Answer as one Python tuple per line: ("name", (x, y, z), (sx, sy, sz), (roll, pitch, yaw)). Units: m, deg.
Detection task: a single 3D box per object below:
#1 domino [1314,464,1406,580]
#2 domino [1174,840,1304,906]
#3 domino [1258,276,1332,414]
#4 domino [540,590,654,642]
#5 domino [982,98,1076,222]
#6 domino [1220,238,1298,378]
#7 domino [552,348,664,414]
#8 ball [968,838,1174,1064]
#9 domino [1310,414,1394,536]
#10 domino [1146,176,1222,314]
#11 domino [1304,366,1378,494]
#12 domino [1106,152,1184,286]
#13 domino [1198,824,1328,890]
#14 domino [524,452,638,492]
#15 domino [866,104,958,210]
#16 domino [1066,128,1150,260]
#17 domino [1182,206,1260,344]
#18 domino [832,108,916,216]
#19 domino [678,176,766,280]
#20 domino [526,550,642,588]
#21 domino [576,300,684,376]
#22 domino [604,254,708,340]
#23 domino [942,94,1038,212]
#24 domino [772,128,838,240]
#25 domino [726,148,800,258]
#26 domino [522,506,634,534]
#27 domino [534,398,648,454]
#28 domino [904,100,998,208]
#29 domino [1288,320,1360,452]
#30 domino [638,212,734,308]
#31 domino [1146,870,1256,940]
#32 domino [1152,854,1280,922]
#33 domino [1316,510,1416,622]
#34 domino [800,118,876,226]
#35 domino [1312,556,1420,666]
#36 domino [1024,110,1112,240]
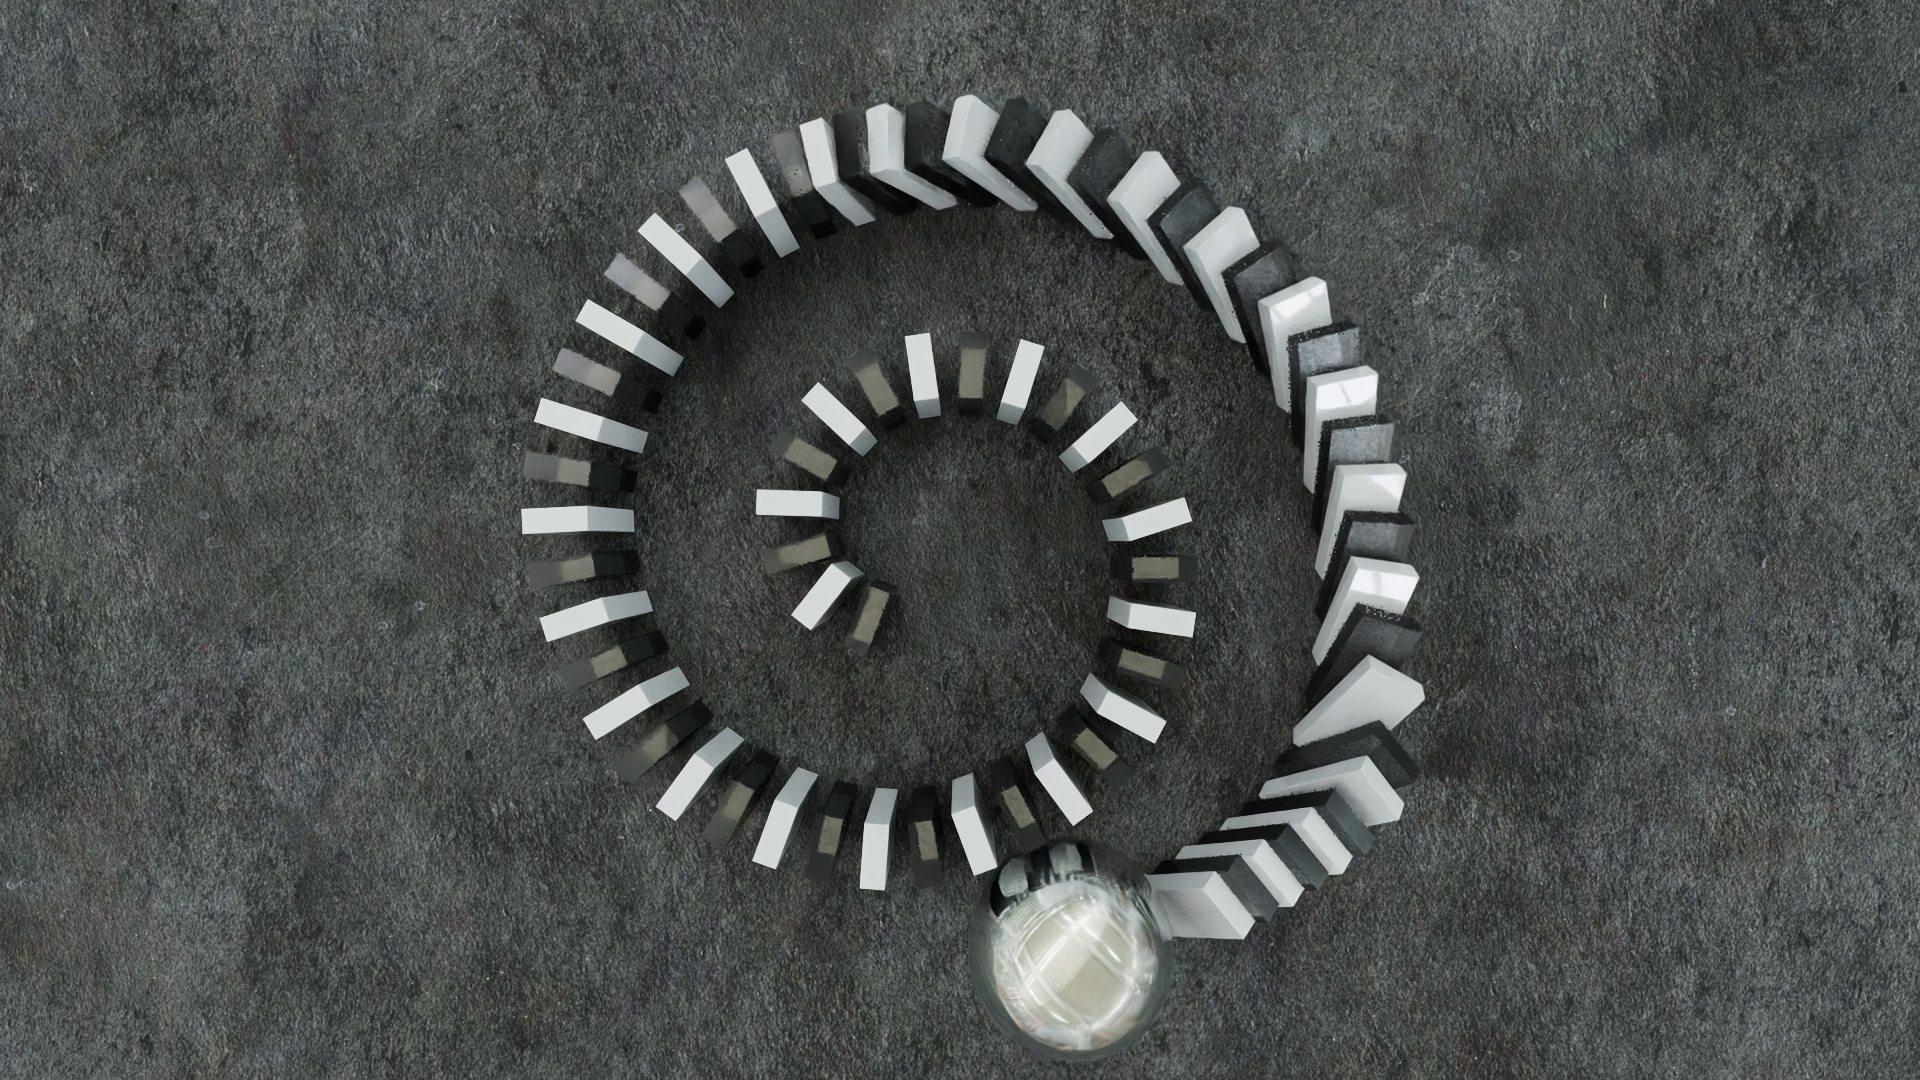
("domino", (0.167, -0.007, 0.383), (0.025, 0.009, 0.050), (-2, 121, 0))
("domino", (0.113, 0.137, 0.376), (0.010, 0.050, 0.025), (-39, 90, -33))
("domino", (0.142, -0.081, 0.383), (0.025, 0.009, 0.050), (-24, 122, 0))
("domino", (-0.147, 0.030, 0.375), (0.025, 0.050, 0.010), (-18, 90, 0))
("domino", (0.034, -0.156, 0.380), (0.050, 0.010, 0.025), (23, 90, -42))
("domino", (0.130, -0.096, 0.383), (0.025, 0.010, 0.050), (-34, 122, 0))
("domino", (-0.142, -0.064, 0.375), (0.025, 0.050, 0.010), (24, 90, 0))
("ball", (0.043, 0.159, 0.360), (0.080, 0.080, 0.080), (0, 90, 0))
("domino", (0.163, -0.026, 0.383), (0.025, 0.009, 0.050), (-7, 121, 0))
("domino", (0.101, -0.122, 0.382), (0.025, 0.009, 0.050), (-46, 124, 0))
("domino", (0.158, -0.045, 0.383), (0.025, 0.010, 0.050), (-11, 122, 0))
("domino", (0.085, -0.133, 0.382), (0.050, 0.009, 0.025), (39, 90, -35))
("domino", (0.122, 0.131, 0.376), (0.009, 0.050, 0.025), (-39, 90, -33))
("domino", (-0.154, -0.027, 0.375), (0.025, 0.050, 0.010), (9, 90, 0))
("domino", (-0.019, -0.156, 0.376), (0.010, 0.050, 0.025), (-3, 90, 31))
("domino", (0.069, -0.143, 0.381), (0.050, 0.009, 0.025), (34, 90, -37))
("domino", (0.115, -0.110, 0.383), (0.025, 0.009, 0.050), (-41, 123, 0))
("domino", (-0.034, -0.153, 0.375), (0.010, 0.050, 0.025), (-7, 90, 23))
("domino", (-0.096, -0.126, 0.375), (0.009, 0.050, 0.025), (-37, 90, 0))
("domino", (-0.152, 0.012, 0.375), (0.025, 0.050, 0.010), (-11, 90, 0))
("domino", (-0.134, -0.082, 0.375), (0.025, 0.050, 0.009), (30, 90, 0))
("domino", (-0.123, -0.098, 0.375), (0.025, 0.050, 0.010), (36, 90, 0))
("domino", (0.016, -0.159, 0.379), (0.010, 0.050, 0.025), (13, 90, 44))
("domino", (-0.063, -0.144, 0.375), (0.010, 0.050, 0.025), (-17, 90, 3))
("domino", (-0.080, -0.136, 0.375), (0.009, 0.050, 0.025), (-27, 90, 0))
("domino", (-0.155, -0.008, 0.375), (0.025, 0.050, 0.010), (-3, 90, 0))
("domino", (-0.149, -0.046, 0.375), (0.025, 0.050, 0.009), (17, 90, 0))
("domino", (-0.002, -0.158, 0.377), (0.010, 0.050, 0.025), (2, 90, 38))
("domino", (0.152, -0.064, 0.383), (0.025, 0.010, 0.050), (-16, 122, 0))
("domino", (-0.111, -0.113, 0.375), (0.025, 0.050, 0.010), (43, 90, 0))
("domino", (0.094, 0.150, 0.376), (0.009, 0.050, 0.025), (-39, 90, -33))
("domino", (0.103, 0.144, 0.376), (0.009, 0.050, 0.025), (-39, 90, -33))
("domino", (0.168, 0.012, 0.383), (0.025, 0.009, 0.050), (3, 121, 0))
("domino", (-0.049, -0.149, 0.375), (0.009, 0.050, 0.025), (-12, 90, 13))
("domino", (0.169, 0.032, 0.383), (0.025, 0.010, 0.050), (8, 121, 0))
("domino", (0.052, -0.151, 0.381), (0.050, 0.009, 0.025), (30, 90, -39))
